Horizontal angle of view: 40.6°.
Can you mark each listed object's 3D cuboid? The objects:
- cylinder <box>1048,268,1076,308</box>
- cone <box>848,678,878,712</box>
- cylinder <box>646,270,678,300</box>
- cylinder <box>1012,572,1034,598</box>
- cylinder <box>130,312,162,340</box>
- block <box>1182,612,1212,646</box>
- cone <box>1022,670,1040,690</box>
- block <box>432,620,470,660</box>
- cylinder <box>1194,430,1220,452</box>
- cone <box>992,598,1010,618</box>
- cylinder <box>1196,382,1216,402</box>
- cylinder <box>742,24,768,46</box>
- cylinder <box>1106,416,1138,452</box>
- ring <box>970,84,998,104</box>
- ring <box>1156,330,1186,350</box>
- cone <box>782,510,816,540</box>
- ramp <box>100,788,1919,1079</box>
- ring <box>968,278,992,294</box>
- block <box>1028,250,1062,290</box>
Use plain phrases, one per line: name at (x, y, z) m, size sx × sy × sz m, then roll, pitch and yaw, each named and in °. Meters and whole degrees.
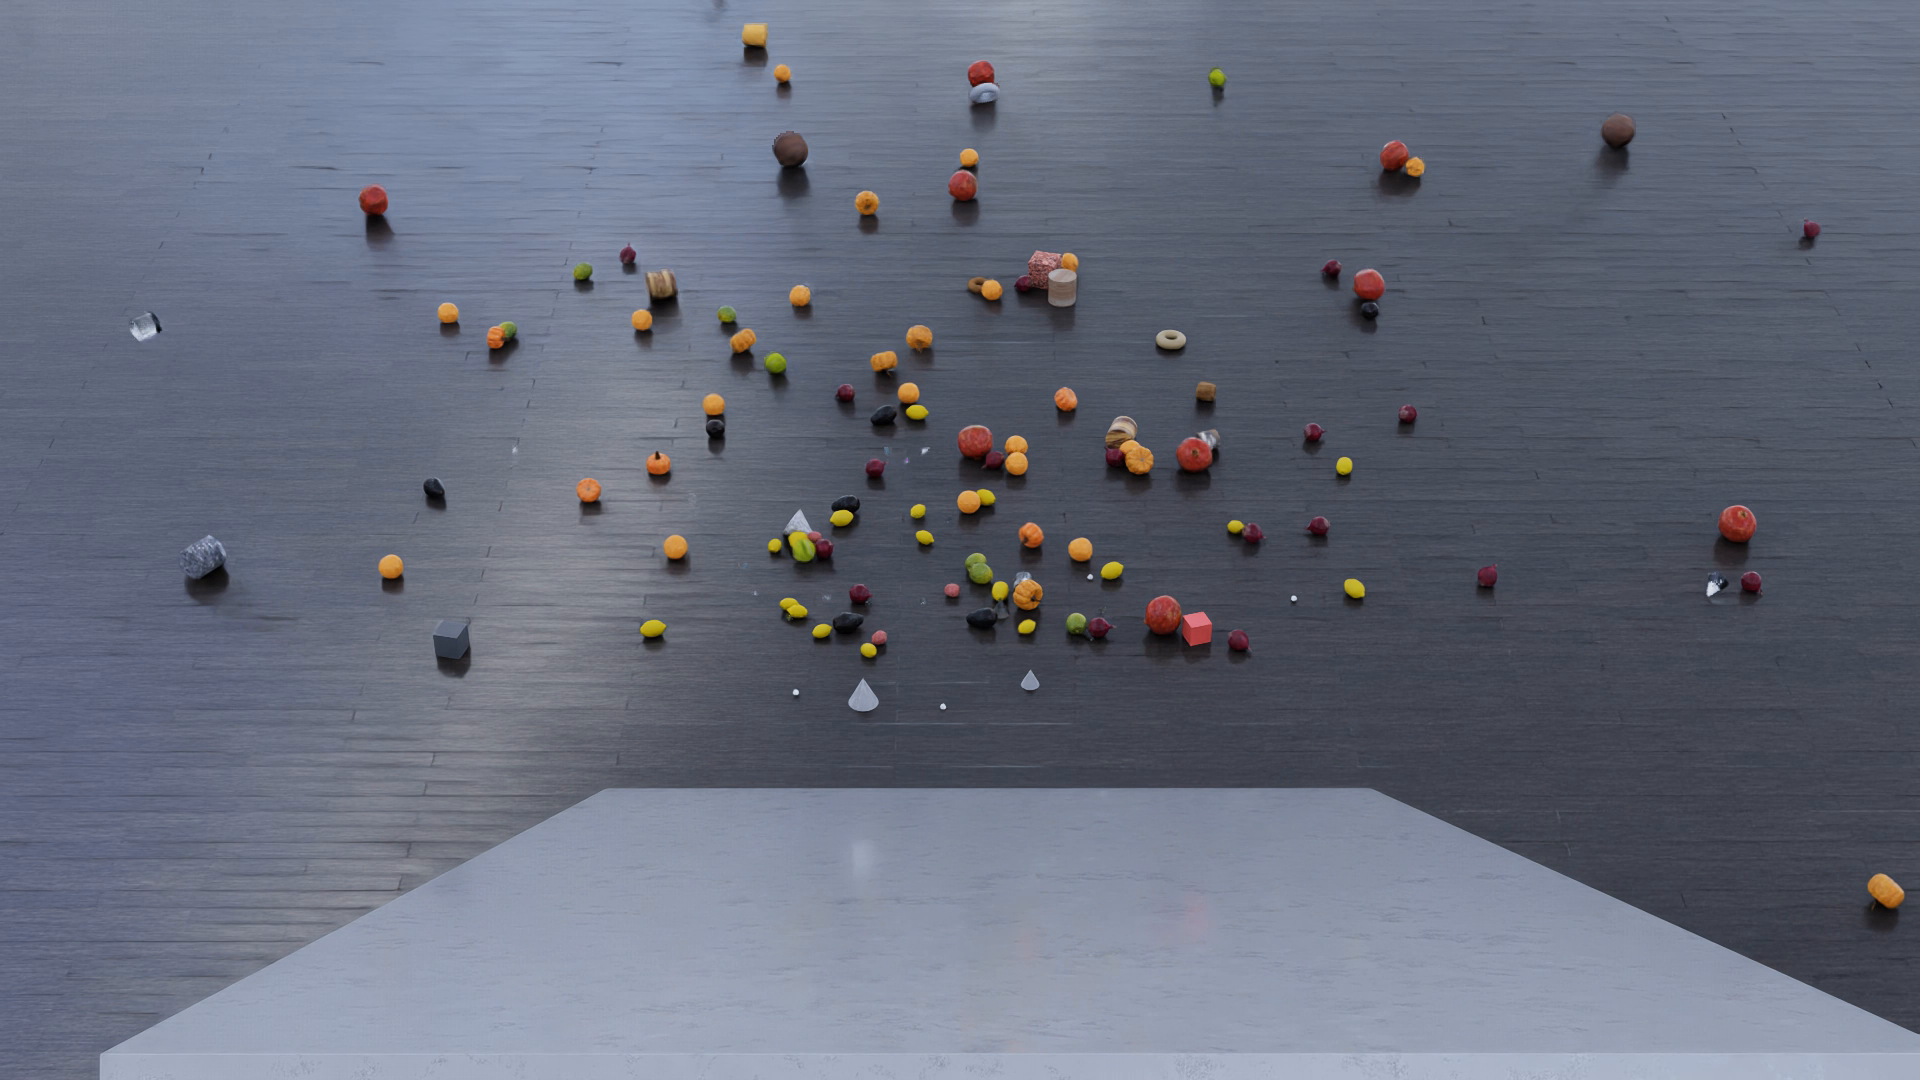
cylinder at (0.360, -0.887, 9.134) m, size 0.099 × 0.099 × 0.099 m, roll 0°, pitch 34°, yaw 0°
cone at (-0.269, 0.417, 7.206) m, size 0.084 × 0.084 × 0.084 m, roll 0°, pitch 34°, yaw 0°
cylinder at (-1.054, -0.898, 9.155) m, size 0.094 × 0.094 × 0.094 m, roll -10°, pitch 35°, yaw -15°
cylinder at (0.187, 0.133, 7.652) m, size 0.058 × 0.058 × 0.058 m, roll 3°, pitch 24°, yaw 4°
cylinder at (-2.802, -0.735, 8.928) m, size 0.077 × 0.077 × 0.077 m, roll -29°, pitch 43°, yaw -36°
block at (0.681, 0.255, 7.465) m, size 0.064 × 0.064 × 0.064 m, roll -11°, pitch 35°, yaw -16°
cone at (0.197, 0.384, 7.283) m, size 0.052 × 0.052 × 0.052 m, roll 0°, pitch 34°, yaw 0°
block at (-1.453, 0.285, 7.412) m, size 0.073 × 0.073 × 0.073 m, roll 8°, pitch 35°, yaw 12°
cylinder at (0.792, -0.318, 8.320) m, size 0.062 × 0.062 × 0.062 m, roll -14°, pitch 36°, yaw -19°
cone at (0.119, 0.192, 7.568) m, size 0.055 × 0.055 × 0.055 m, roll 0°, pitch 34°, yaw 0°
cylinder at (0.815, -0.489, 8.579) m, size 0.058 × 0.058 × 0.058 m, roll 10°, pitch 35°, yaw 14°
cylinder at (-0.869, -2.140, 11.012) m, size 0.087 × 0.087 × 0.087 m, roll 5°, pitch 34°, yaw 7°
cylinder at (0.519, -0.339, 8.330) m, size 0.087 × 0.087 × 0.087 m, roll 9°, pitch 35°, yaw 13°
ring at (0.099, -1.808, 10.502) m, size 0.116 × 0.116 × 0.039 m, roll -8°, pitch 68°, yaw -11°
ring at (0.722, -0.686, 8.892) m, size 0.105 × 0.035 × 0.105 m, roll 1°, pitch 33°, yaw 0°
cone at (-0.474, -0.027, 7.904) m, size 0.096 × 0.096 × 0.096 m, roll 35°, pitch 41°, yaw 3°
ramp at (0.075, 0.651, 4.788) m, size 2.000 × 0.100 × 4.000 m, roll 0°, pitch -1°, yaw 0°
ring at (0.070, -0.905, 9.223) m, size 0.089 × 0.030 × 0.089 m, roll 1°, pitch 34°, yaw -1°
block at (0.302, -0.961, 9.247) m, size 0.096 × 0.096 × 0.096 m, roll 10°, pitch 35°, yaw 15°
